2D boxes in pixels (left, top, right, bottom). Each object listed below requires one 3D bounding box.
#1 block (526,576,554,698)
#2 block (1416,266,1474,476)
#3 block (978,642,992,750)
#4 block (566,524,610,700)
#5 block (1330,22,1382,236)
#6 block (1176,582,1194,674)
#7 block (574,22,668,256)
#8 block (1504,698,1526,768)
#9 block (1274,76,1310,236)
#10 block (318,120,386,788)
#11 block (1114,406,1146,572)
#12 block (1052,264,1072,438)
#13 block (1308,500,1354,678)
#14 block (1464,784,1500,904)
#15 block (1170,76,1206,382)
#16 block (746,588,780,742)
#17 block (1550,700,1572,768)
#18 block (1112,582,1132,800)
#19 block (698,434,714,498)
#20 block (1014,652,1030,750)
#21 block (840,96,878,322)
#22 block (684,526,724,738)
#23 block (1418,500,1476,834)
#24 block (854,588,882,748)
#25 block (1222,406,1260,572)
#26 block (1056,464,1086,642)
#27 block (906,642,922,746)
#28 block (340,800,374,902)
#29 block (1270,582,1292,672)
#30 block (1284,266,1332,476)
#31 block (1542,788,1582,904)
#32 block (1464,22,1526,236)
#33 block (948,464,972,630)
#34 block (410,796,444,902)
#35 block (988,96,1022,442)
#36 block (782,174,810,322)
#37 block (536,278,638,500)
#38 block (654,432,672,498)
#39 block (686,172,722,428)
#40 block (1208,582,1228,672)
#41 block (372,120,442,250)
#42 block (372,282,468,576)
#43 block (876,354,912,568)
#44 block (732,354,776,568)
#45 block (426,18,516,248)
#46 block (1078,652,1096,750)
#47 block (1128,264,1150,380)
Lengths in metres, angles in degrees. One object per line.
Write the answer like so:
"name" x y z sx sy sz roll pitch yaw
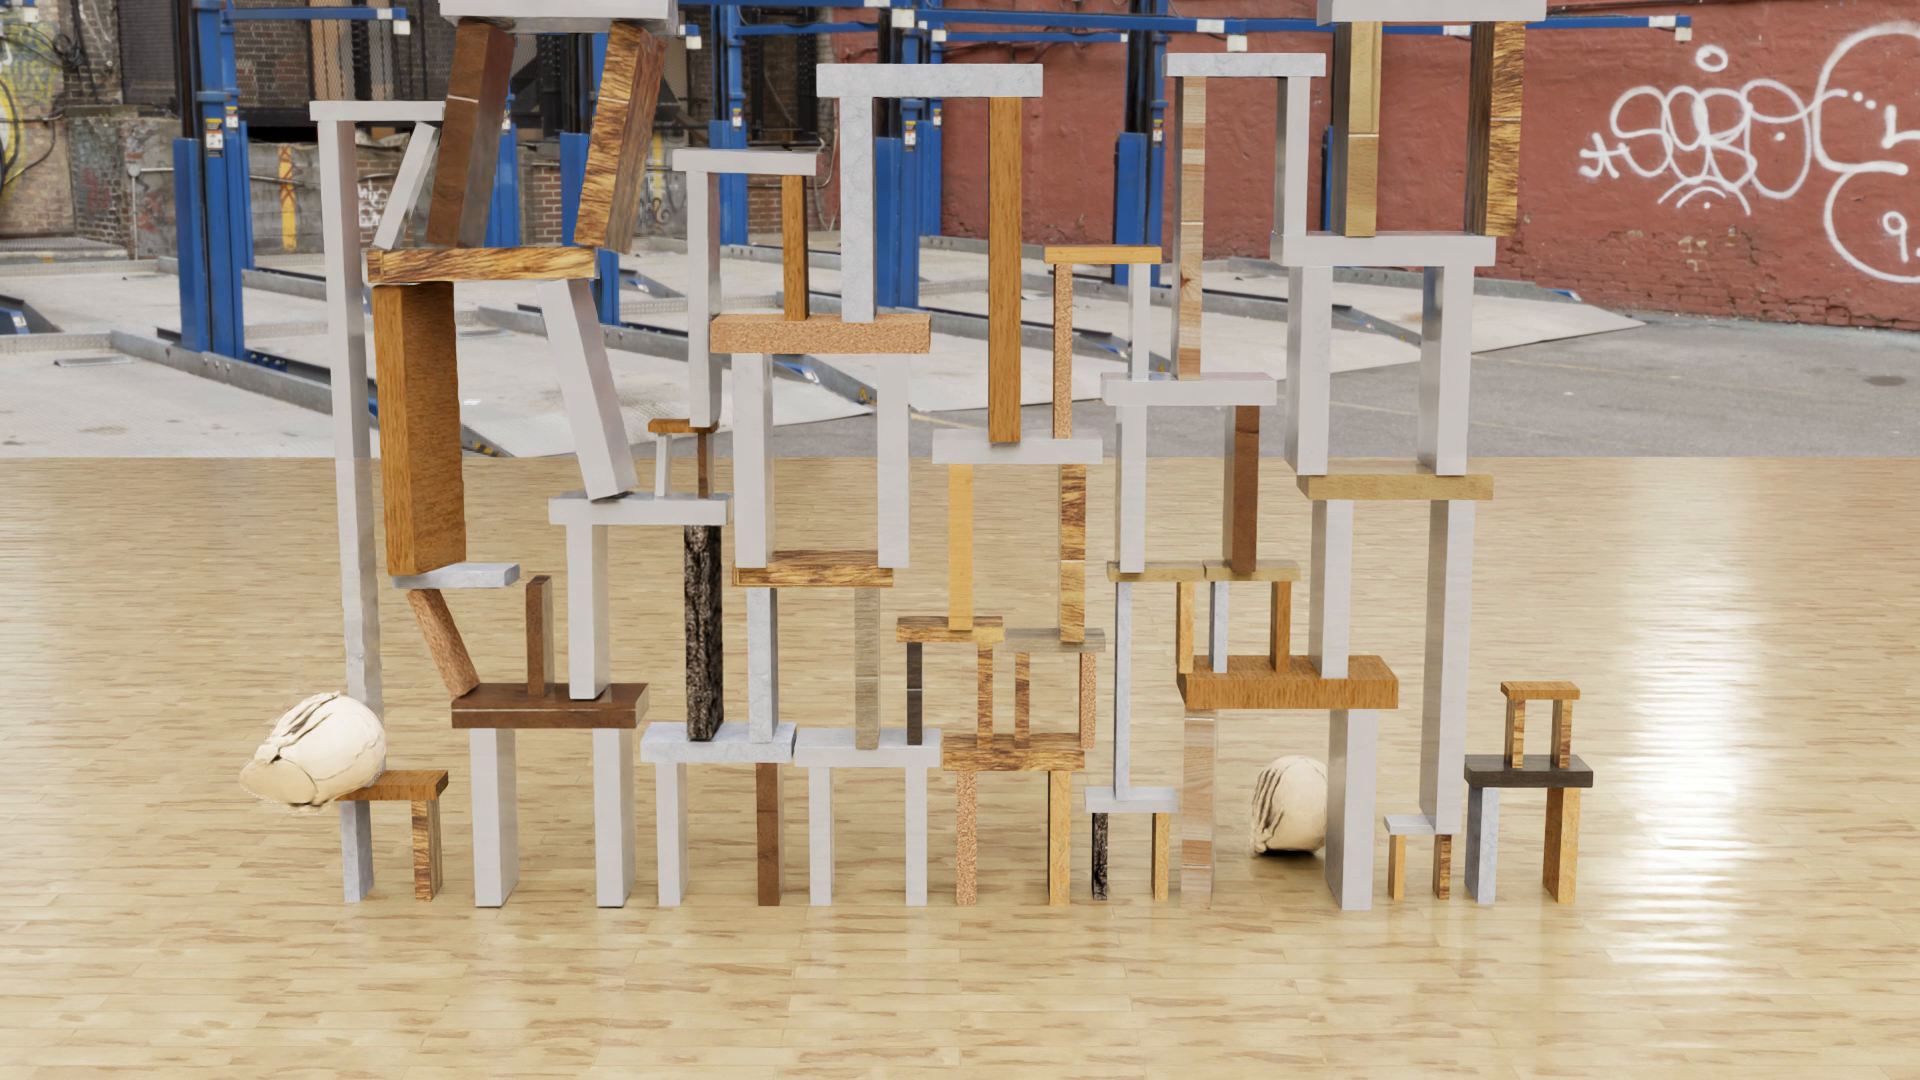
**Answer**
"block" -0.689 0.158 3.609 0.026 0.186 0.093 0 9 0
"block" 0.773 -0.278 3.507 0.046 0.327 0.163 0 11 1
"block" 0.041 0.245 3.602 0.024 0.179 0.086 0 11 0
"block" -0.608 0.108 3.603 0.040 0.284 0.142 0 7 2
"block" 0.617 -0.641 3.435 0.046 0.322 0.161 0 11 1
"block" 0.367 0.135 3.586 0.021 0.151 0.076 0 11 0
"block" -0.543 -0.638 3.523 0.049 0.347 0.174 11 4 5
"block" 0.912 0.311 3.617 0.016 0.115 0.058 0 11 0
"block" 0.519 -0.601 3.444 0.034 0.241 0.121 0 11 0
"block" -0.974 -0.131 3.532 0.029 1.066 0.103 0 11 0
"block" 0.274 -0.092 3.543 0.038 0.267 0.134 0 11 0
"block" 0.163 -0.304 3.502 0.026 0.275 0.091 0 11 0
"block" 0.601 0.066 3.574 0.041 0.291 0.145 0 11 0
"block" 0.867 0.492 3.652 0.028 0.198 0.099 0 11 0
"block" 0.359 -0.491 3.468 0.034 0.468 0.121 0 11 -1
"block" -0.322 0.190 3.595 0.036 0.256 0.128 0 11 1
"block" 0.989 0.311 3.617 0.016 0.115 0.058 0 11 0
"block" 0.266 0.240 3.604 0.021 0.366 0.076 0 11 0
"block" -0.411 -0.124 3.559 0.015 0.105 0.053 1 11 5
"block" 0.101 0.254 3.604 0.023 0.161 0.081 0 11 0
"block" -0.159 -0.523 3.470 0.049 0.344 0.172 0 11 0
"block" -0.419 0.140 3.601 0.040 0.345 0.142 0 7 2
"block" 0.795 0.193 3.596 0.041 0.550 0.145 0 11 1
"block" -0.150 0.195 3.595 0.036 0.266 0.128 0 11 0
"block" 0.452 -0.092 3.545 0.038 0.267 0.134 0 11 0
"block" 0.180 0.009 3.566 0.038 0.288 0.134 0 11 0
"block" -0.074 0.241 3.601 0.024 0.172 0.086 0 11 0
"block" -1.003 0.503 3.655 0.025 0.176 0.088 0 11 0
"block" 0.523 0.134 3.589 0.021 0.151 0.076 0 11 0
"block" 0.555 -0.278 3.511 0.046 0.327 0.163 0 11 1
"block" 0.999 0.492 3.652 0.028 0.198 0.099 0 11 0
"block" 0.832 -0.641 3.433 0.046 0.322 0.161 0 11 1
"block" 0.001 0.000 3.565 0.038 0.268 0.134 0 11 0
"block" -0.886 0.503 3.655 0.025 0.175 0.088 0 11 0
"block" 0.070 -0.430 3.484 0.049 0.531 0.172 0 11 0
"block" -0.259 -0.463 3.470 0.032 0.225 0.113 -1 11 0
"block" -0.601 -0.247 3.561 0.049 0.348 0.174 -12 6 3
"block" -0.481 -0.124 3.570 0.015 0.105 0.053 4 7 4
"block" -0.407 -0.387 3.508 0.032 0.400 0.112 2 11 4
"block" 0.422 0.134 3.589 0.021 0.151 0.076 0 11 0
"block" -0.876 -0.562 3.491 0.029 0.205 0.103 21 6 -10
"block" -0.873 -0.183 3.559 0.049 0.459 0.174 1 8 15
"block" -0.105 -0.138 3.533 0.048 0.339 0.170 0 11 0
"block" -0.331 -0.138 3.533 0.048 0.339 0.170 0 11 0
"block" -0.777 -0.639 3.499 0.049 0.347 0.174 10 6 1
"block" 0.209 0.254 3.604 0.023 0.161 0.081 0 11 0
"block" 0.284 -0.350 3.494 0.026 0.182 0.091 0 11 -1
